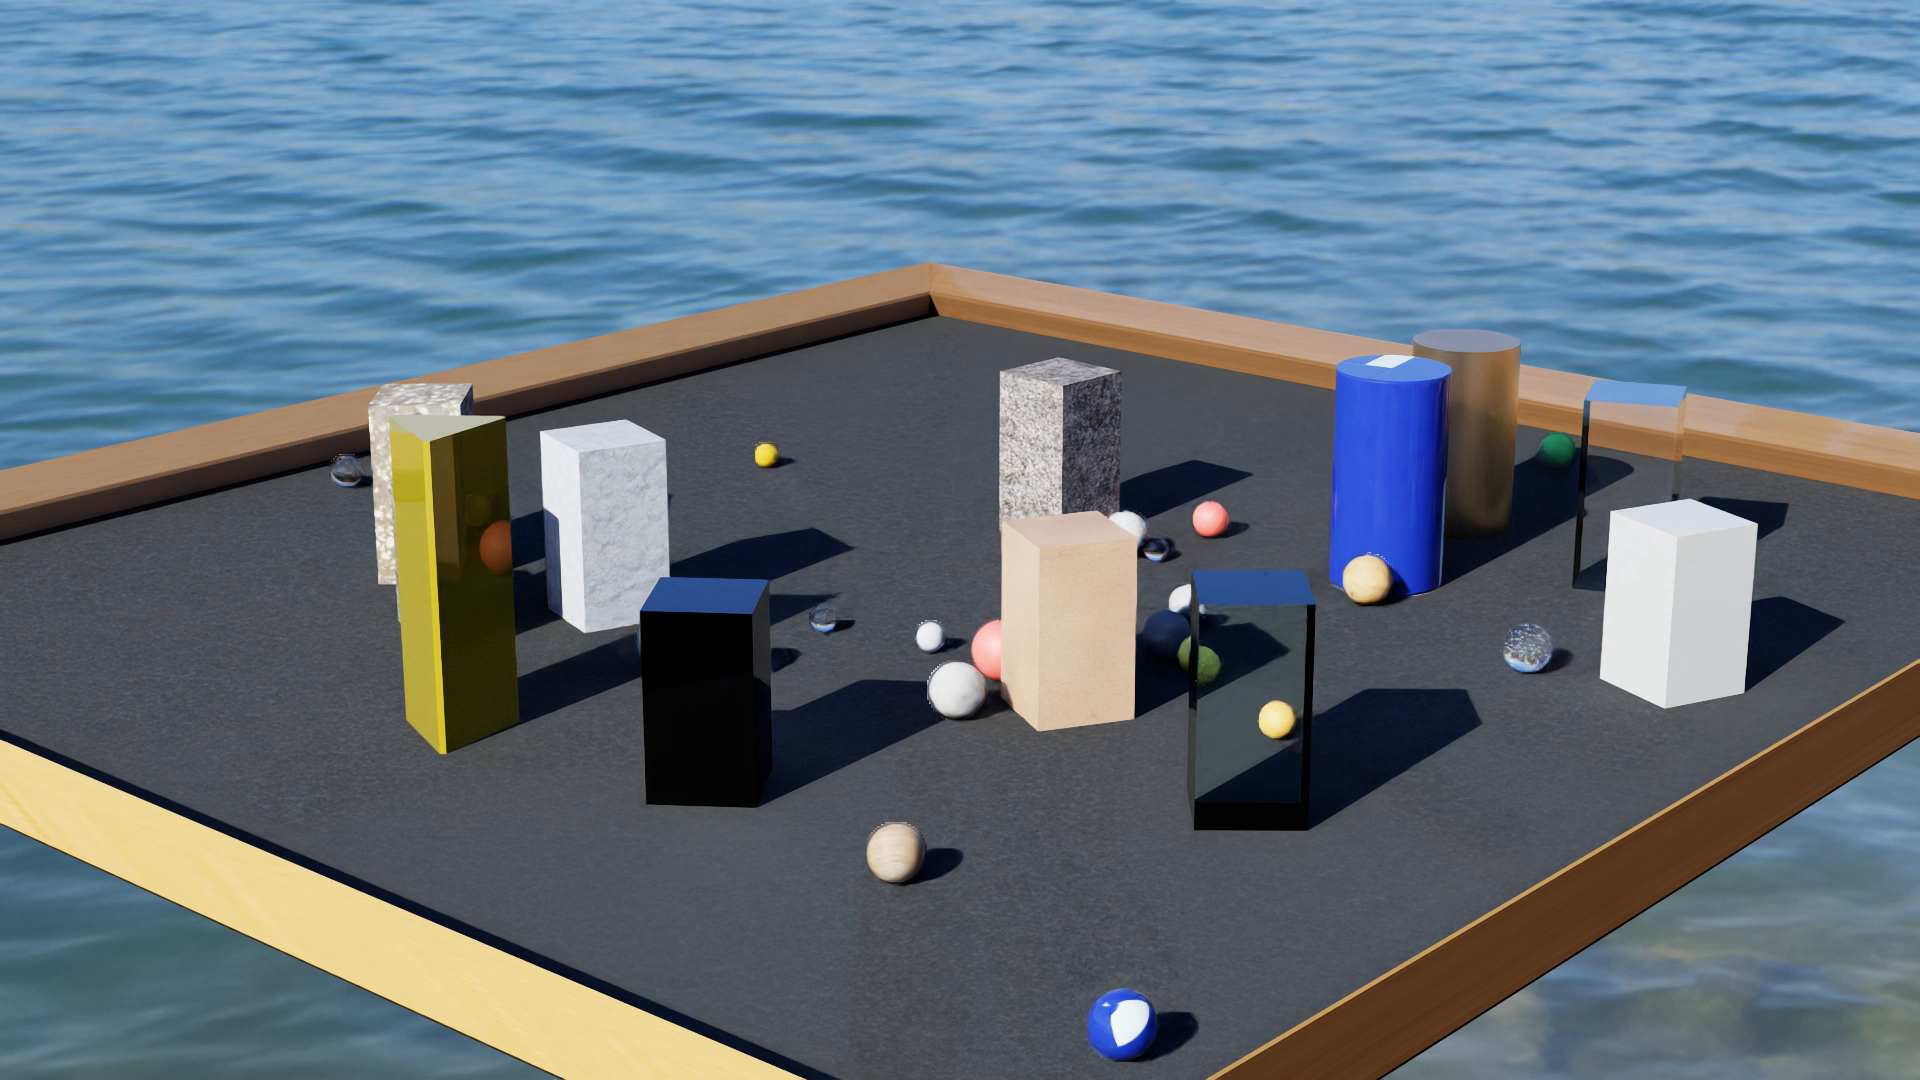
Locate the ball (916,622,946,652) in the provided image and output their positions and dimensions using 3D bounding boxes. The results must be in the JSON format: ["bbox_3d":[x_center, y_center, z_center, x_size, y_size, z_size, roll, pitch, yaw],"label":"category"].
[{"bbox_3d":[-0.048,0.161,4.836,0.049,0.049,0.049,0,17,0],"label":"ball"}]

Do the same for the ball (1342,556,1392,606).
[{"bbox_3d":[0.705,0.069,5.074,0.087,0.087,0.087,0,17,0],"label":"ball"}]

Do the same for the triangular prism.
[{"bbox_3d":[-0.791,0.056,4.429,0.149,0.484,0.172,11,20,31],"label":"triangular prism"}]

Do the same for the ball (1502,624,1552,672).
[{"bbox_3d":[0.916,0.175,4.736,0.080,0.080,0.080,0,17,0],"label":"ball"}]

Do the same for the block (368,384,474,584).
[{"bbox_3d":[-0.952,-0.101,5.227,0.159,0.326,0.159,0,17,-1],"label":"block"}]

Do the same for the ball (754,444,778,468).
[{"bbox_3d":[-0.393,-0.171,5.939,0.048,0.048,0.048,0,17,0],"label":"ball"}]

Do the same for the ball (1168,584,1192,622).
[{"bbox_3d":[0.387,0.107,4.991,0.062,0.062,0.062,0,17,0],"label":"ball"}]

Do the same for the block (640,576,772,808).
[{"bbox_3d":[-0.363,0.218,4.225,0.159,0.292,0.159,1,17,5],"label":"block"}]

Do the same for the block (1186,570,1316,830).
[{"bbox_3d":[0.408,0.225,4.133,0.159,0.332,0.159,0,17,1],"label":"block"}]

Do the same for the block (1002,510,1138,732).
[{"bbox_3d":[0.167,0.123,4.539,0.159,0.292,0.159,-6,18,-19],"label":"block"}]

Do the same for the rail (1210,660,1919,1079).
[{"bbox_3d":[1.165,0.324,4.151,0.045,0.129,3.369,14,22,39],"label":"rail"}]

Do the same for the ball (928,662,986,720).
[{"bbox_3d":[-0.003,0.232,4.529,0.089,0.089,0.089,0,17,0],"label":"ball"}]

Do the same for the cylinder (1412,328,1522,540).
[{"bbox_3d":[0.943,-0.201,5.504,0.199,0.356,0.199,0,17,0],"label":"cylinder"}]

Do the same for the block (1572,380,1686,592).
[{"bbox_3d":[1.180,-0.092,5.169,0.159,0.342,0.159,6,18,18],"label":"block"}]

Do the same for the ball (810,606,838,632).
[{"bbox_3d":[-0.229,0.133,4.936,0.044,0.044,0.044,0,17,0],"label":"ball"}]

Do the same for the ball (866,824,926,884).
[{"bbox_3d":[-0.086,0.420,3.924,0.079,0.079,0.079,0,17,0],"label":"ball"}]

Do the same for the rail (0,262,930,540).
[{"bbox_3d":[-1.165,-0.259,6.088,0.045,0.129,3.369,14,22,39],"label":"rail"}]

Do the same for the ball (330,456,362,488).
[{"bbox_3d":[-1.213,-0.135,5.797,0.062,0.062,0.062,0,17,0],"label":"ball"}]

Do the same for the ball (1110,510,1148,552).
[{"bbox_3d":[0.301,-0.012,5.339,0.082,0.082,0.082,0,17,0],"label":"ball"}]

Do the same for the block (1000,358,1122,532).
[{"bbox_3d":[0.187,-0.165,5.469,0.159,0.308,0.159,16,23,43],"label":"block"}]

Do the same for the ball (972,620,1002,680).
[{"bbox_3d":[0.068,0.177,4.698,0.099,0.099,0.099,0,17,0],"label":"ball"}]

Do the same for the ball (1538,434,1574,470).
[{"bbox_3d":[1.205,-0.179,5.926,0.071,0.071,0.071,0,17,0],"label":"ball"}]

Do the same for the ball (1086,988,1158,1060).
[{"bbox_3d":[0.190,0.567,3.429,0.083,0.083,0.083,0,17,0],"label":"ball"}]

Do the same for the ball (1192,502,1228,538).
[{"bbox_3d":[0.467,-0.038,5.464,0.068,0.068,0.068,0,17,0],"label":"ball"}]

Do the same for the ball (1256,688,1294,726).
[{"bbox_3d":[0.482,0.257,4.500,0.058,0.058,0.058,0,17,0],"label":"ball"}]

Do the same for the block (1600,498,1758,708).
[{"bbox_3d":[1.136,0.099,4.643,0.159,0.280,0.159,-8,19,-25],"label":"block"}]

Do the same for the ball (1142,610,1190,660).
[{"bbox_3d":[0.339,0.156,4.796,0.082,0.082,0.082,0,17,0],"label":"ball"}]

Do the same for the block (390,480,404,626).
[{"bbox_3d":[-0.853,0.030,4.924,0.159,0.249,0.159,-7,18,-22],"label":"block"}]

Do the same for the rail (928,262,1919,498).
[{"bbox_3d":[1.089,-0.329,6.321,3.133,0.129,0.045,14,22,39],"label":"rail"}]

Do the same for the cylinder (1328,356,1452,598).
[{"bbox_3d":[0.756,-0.114,5.161,0.199,0.387,0.199,0,17,0],"label":"cylinder"}]

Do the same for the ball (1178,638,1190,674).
[{"bbox_3d":[0.384,0.186,4.727,0.065,0.065,0.065,0,17,0],"label":"ball"}]

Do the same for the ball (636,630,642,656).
[{"bbox_3d":[-0.495,0.166,4.787,0.069,0.069,0.069,0,17,0],"label":"ball"}]

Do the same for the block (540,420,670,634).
[{"bbox_3d":[-0.603,-0.025,4.993,0.159,0.315,0.159,-10,19,-29],"label":"block"}]

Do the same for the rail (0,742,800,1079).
[{"bbox_3d":[-1.089,0.394,3.919,3.133,0.129,0.045,14,22,39],"label":"rail"}]

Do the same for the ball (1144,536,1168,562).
[{"bbox_3d":[0.356,0.017,5.321,0.045,0.045,0.045,0,17,0],"label":"ball"}]

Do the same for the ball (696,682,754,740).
[{"bbox_3d":[-0.355,0.259,4.443,0.087,0.087,0.087,0,17,0],"label":"ball"}]

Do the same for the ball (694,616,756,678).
[{"bbox_3d":[-0.378,0.172,4.710,0.100,0.100,0.100,0,17,0],"label":"ball"}]
